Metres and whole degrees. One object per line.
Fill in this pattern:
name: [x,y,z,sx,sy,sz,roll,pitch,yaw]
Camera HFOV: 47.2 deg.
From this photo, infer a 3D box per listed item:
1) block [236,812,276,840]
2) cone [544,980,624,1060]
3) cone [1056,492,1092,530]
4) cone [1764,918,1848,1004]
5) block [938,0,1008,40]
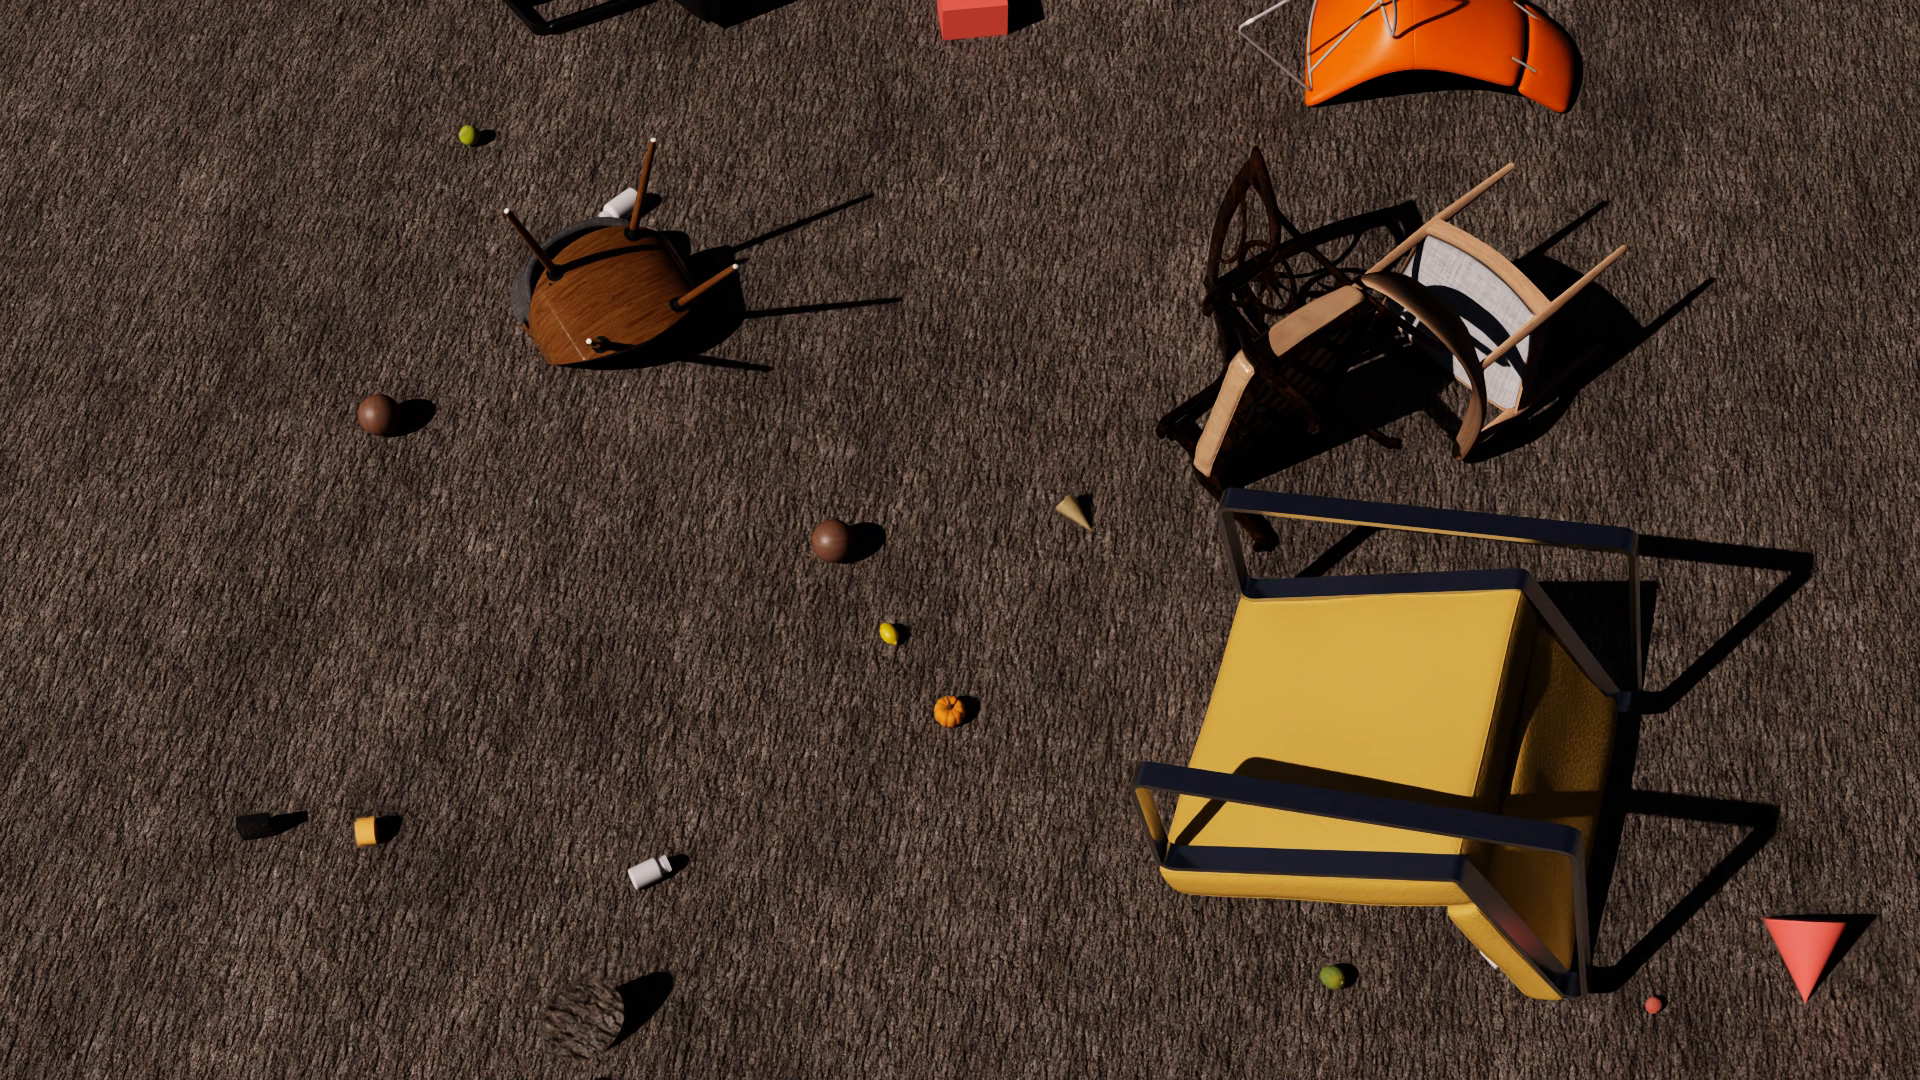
block: [-1.921,0.782,6.000,0.086,0.082,0.032,-8,57,-5]
cone: [-0.976,1.220,5.707,0.194,0.121,0.232,34,96,-15]
cone: [0.357,-0.071,6.602,0.074,0.066,0.129,-39,79,-19]
cone: [2.218,1.107,5.772,0.184,0.229,0.217,6,82,-28]
block: [0.043,-1.882,7.754,0.230,0.137,0.169,-6,56,-4]
